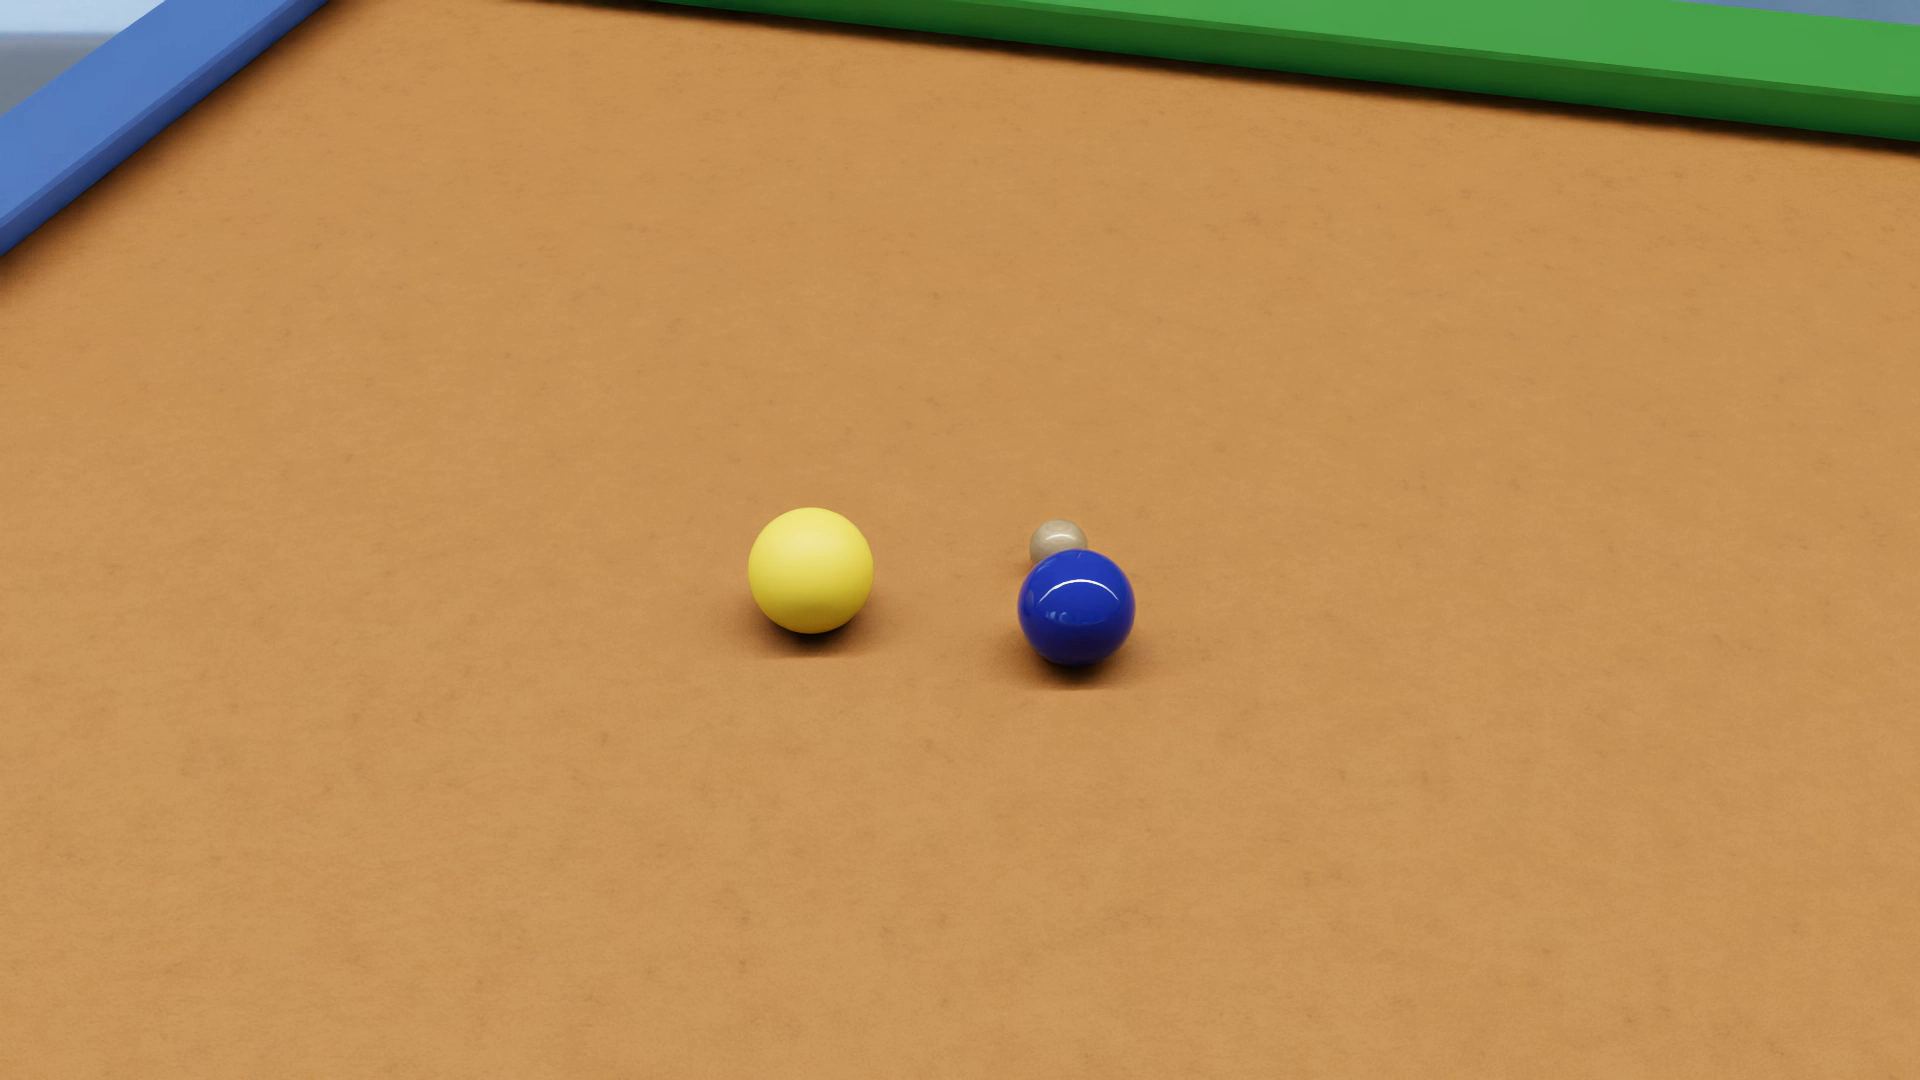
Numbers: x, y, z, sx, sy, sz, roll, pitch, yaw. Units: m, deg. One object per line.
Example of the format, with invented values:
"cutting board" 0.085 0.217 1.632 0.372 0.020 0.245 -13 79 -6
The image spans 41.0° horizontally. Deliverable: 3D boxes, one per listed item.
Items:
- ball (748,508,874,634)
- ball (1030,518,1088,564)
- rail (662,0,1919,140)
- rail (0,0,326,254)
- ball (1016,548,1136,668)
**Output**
"ball" -0.111 0.023 1.909 0.094 0.094 0.094 0 34 0
"ball" 0.076 0.006 1.977 0.045 0.045 0.045 0 34 0
"rail" 1.260 -0.406 2.524 4.093 0.122 0.045 9 35 13
"rail" -0.962 -0.171 2.172 0.045 0.122 2.071 9 35 13
"ball" 0.085 0.050 1.875 0.087 0.087 0.087 0 34 0
